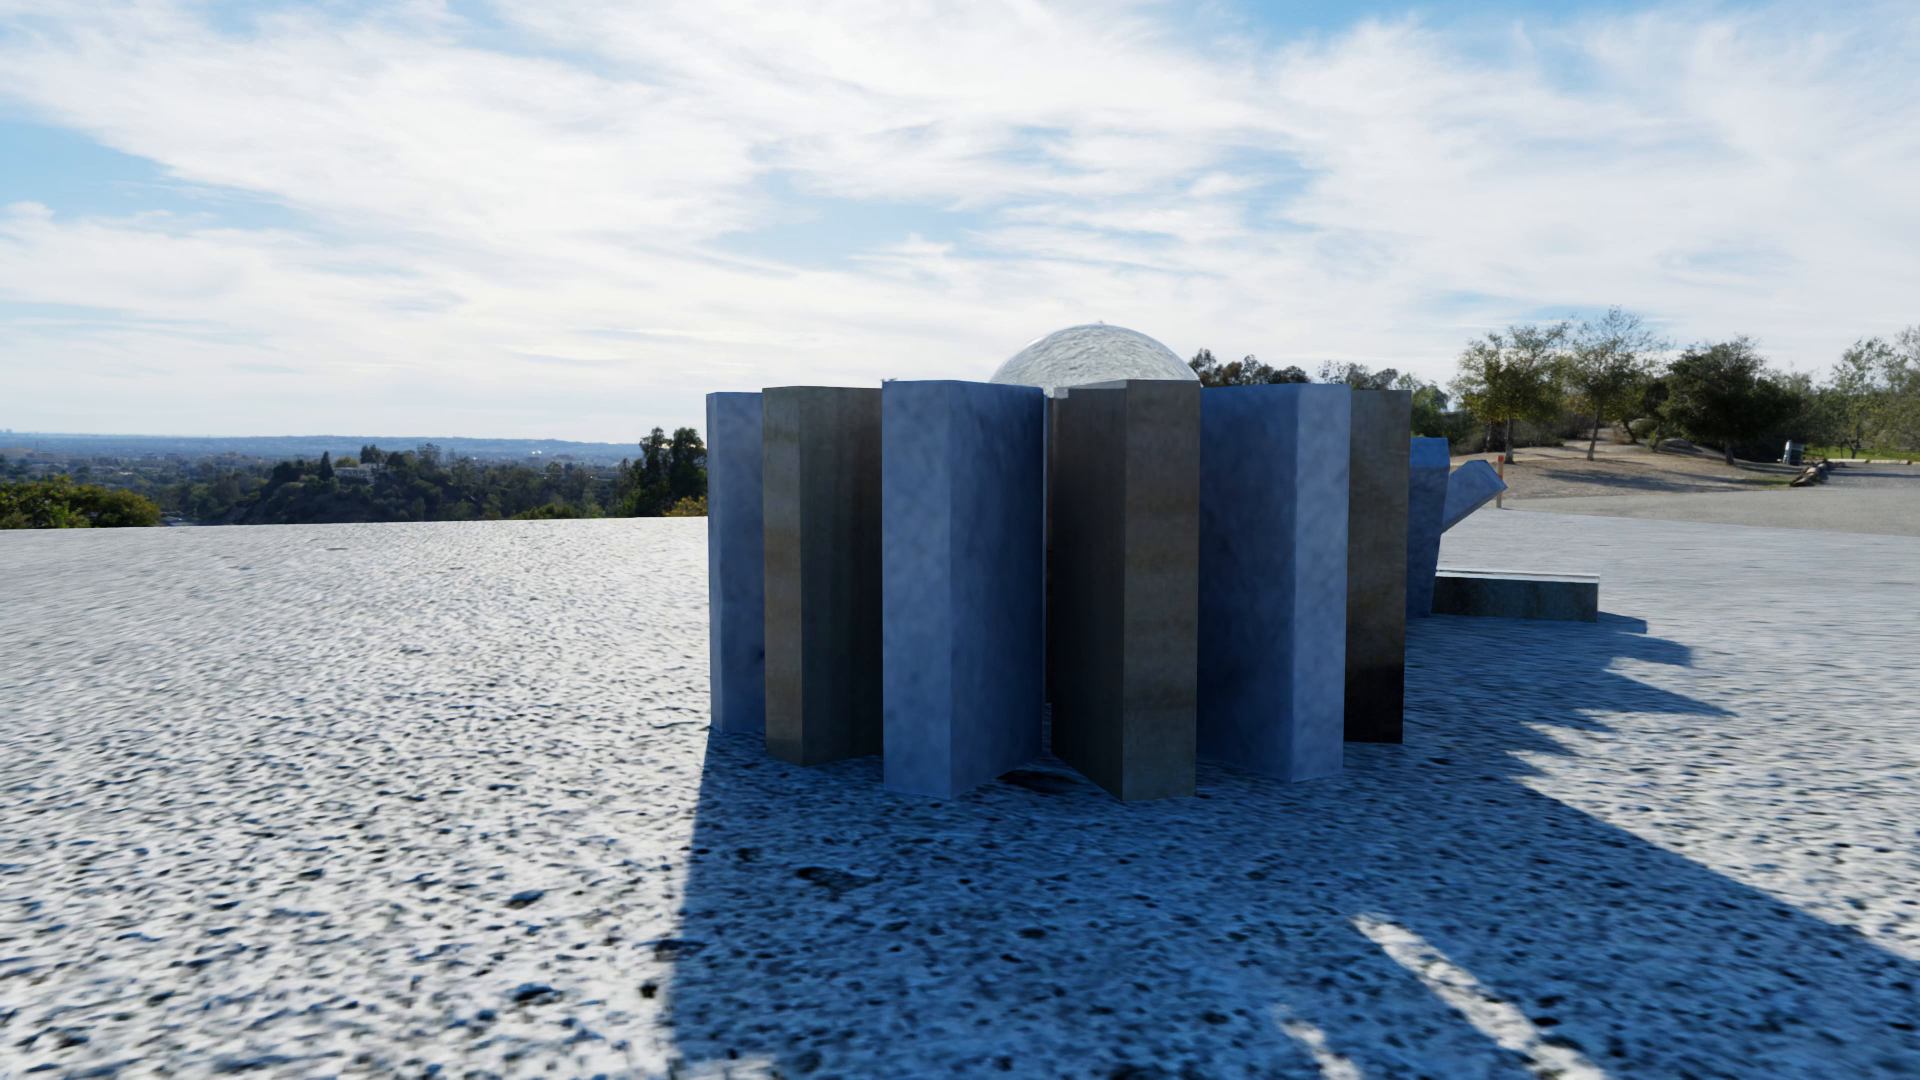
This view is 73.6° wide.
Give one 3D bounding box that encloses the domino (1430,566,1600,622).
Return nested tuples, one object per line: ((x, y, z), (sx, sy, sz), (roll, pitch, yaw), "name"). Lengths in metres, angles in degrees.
((0.135, 0.013, 0.327), (0.050, 0.009, 0.025), (2, 5, 27), "domino")

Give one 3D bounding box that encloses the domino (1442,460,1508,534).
((0.119, -0.002, 0.340), (0.050, 0.010, 0.025), (-41, -17, 27), "domino")

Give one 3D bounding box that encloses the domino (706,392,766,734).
((-0.025, 0.003, 0.195), (0.025, 0.050, 0.010), (-2, 5, -21), "domino")

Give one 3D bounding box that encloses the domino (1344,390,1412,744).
((0.051, 0.003, 0.187), (0.025, 0.050, 0.009), (1, 4, 11), "domino")

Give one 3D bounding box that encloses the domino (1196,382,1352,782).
((0.039, 0.005, 0.172), (0.010, 0.050, 0.025), (-3, 5, -33), "domino")

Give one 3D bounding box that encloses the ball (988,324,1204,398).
((0.042, -0.028, 0.406), (0.080, 0.080, 0.080), (0, 4, 0), "ball")

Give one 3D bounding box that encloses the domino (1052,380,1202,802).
((0.021, 0.005, 0.164), (0.009, 0.050, 0.025), (-1, 4, -16), "domino")

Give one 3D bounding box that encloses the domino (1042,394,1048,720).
((0.001, 0.002, 0.201), (0.025, 0.050, 0.010), (0, 4, -1), "domino")

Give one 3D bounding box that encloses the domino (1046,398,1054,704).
((0.006, 0.001, 0.218), (0.025, 0.050, 0.010), (3, 5, 38), "domino")

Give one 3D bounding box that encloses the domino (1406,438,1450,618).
((0.100, -0.002, 0.303), (0.025, 0.050, 0.009), (1, 46, 14), "domino")

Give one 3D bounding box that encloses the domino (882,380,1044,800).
((0.001, 0.005, 0.165), (0.009, 0.050, 0.025), (2, 5, 30), "domino")

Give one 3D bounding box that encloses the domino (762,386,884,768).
((-0.014, 0.004, 0.178), (0.025, 0.050, 0.009), (-3, 5, -39), "domino")
